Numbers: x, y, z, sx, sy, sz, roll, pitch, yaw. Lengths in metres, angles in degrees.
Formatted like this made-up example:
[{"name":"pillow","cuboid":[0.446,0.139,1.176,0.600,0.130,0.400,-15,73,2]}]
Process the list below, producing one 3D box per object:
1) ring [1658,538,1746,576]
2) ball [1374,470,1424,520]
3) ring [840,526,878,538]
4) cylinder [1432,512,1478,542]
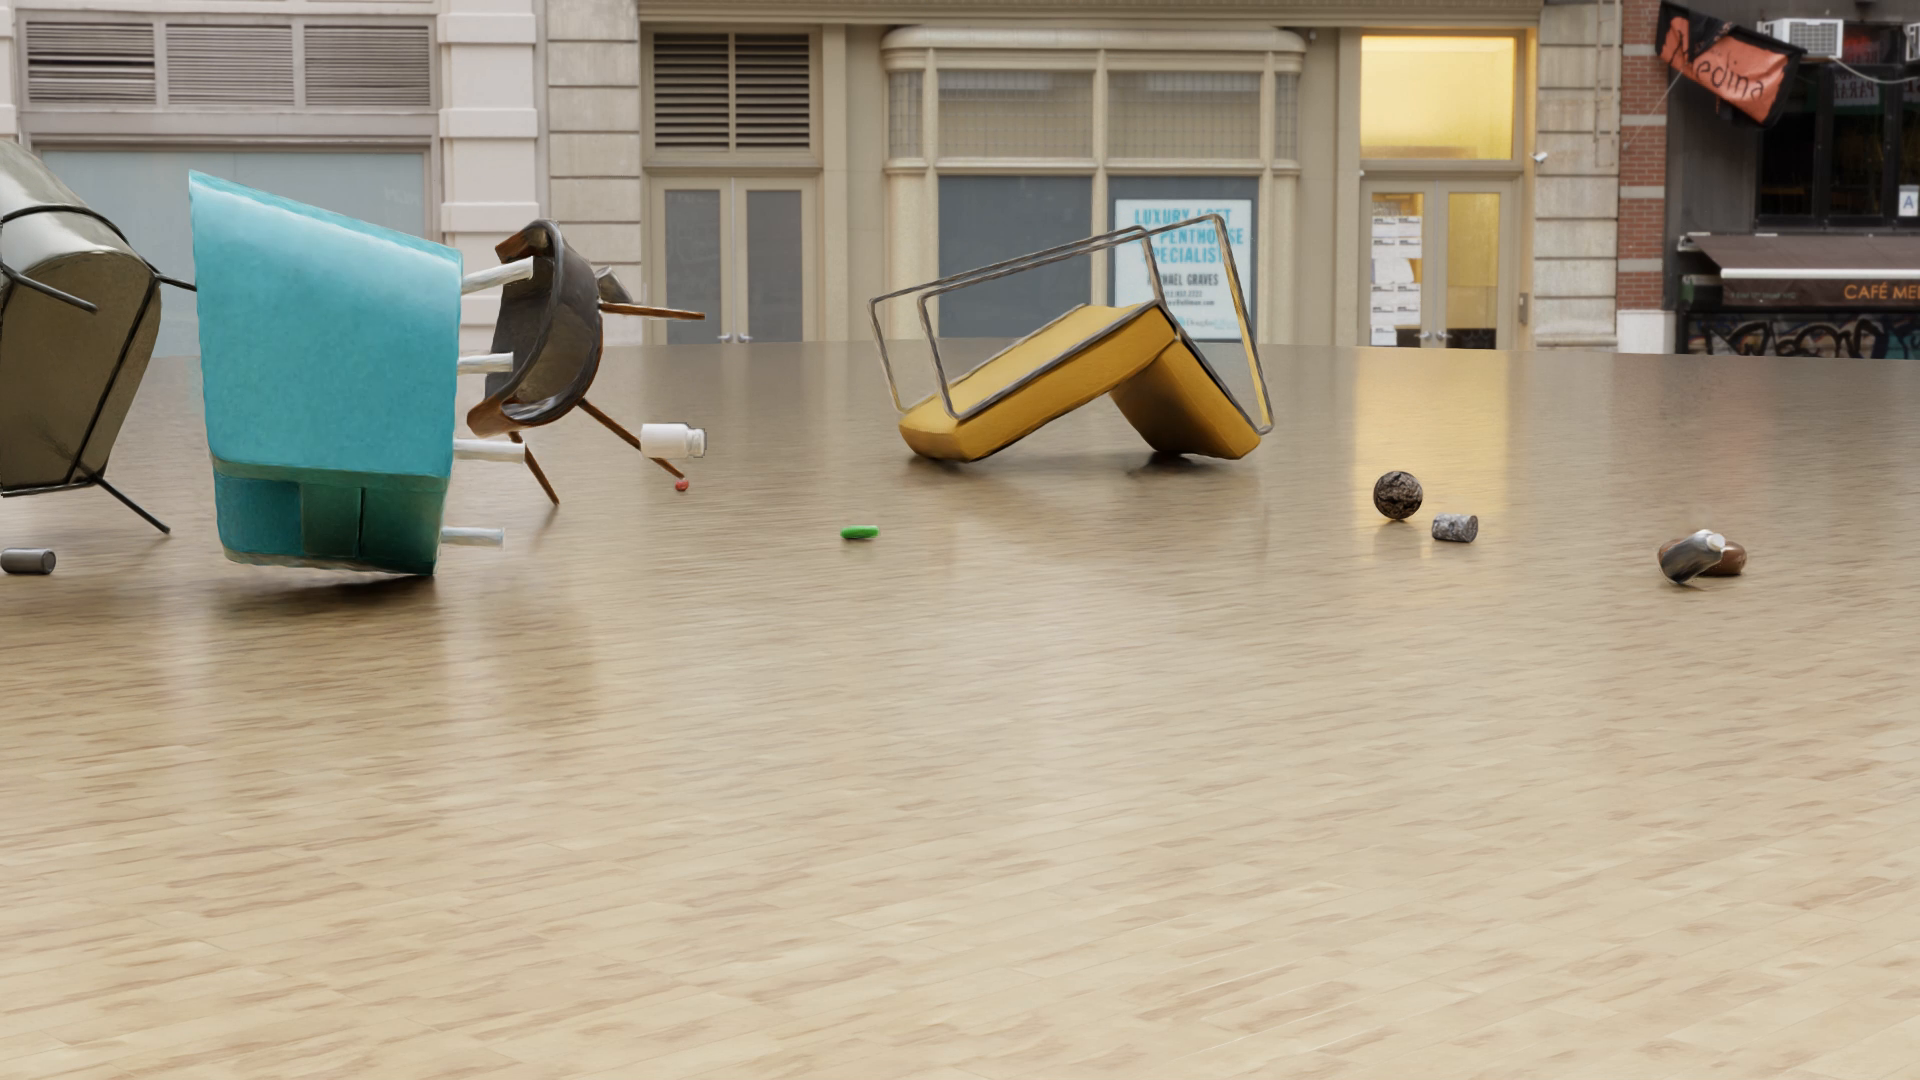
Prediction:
[{"name":"ring","cuboid":[1.655,0.038,5.719,0.187,0.068,0.223,6,7,39]},{"name":"ball","cuboid":[1.185,-0.122,6.944,0.133,0.133,0.133,0,6,0]},{"name":"ring","cuboid":[-0.251,-0.021,6.422,0.085,0.023,0.142,2,-6,-26]},{"name":"cylinder","cuboid":[1.232,-0.031,6.383,0.053,0.071,0.103,26,-13,-40]}]
